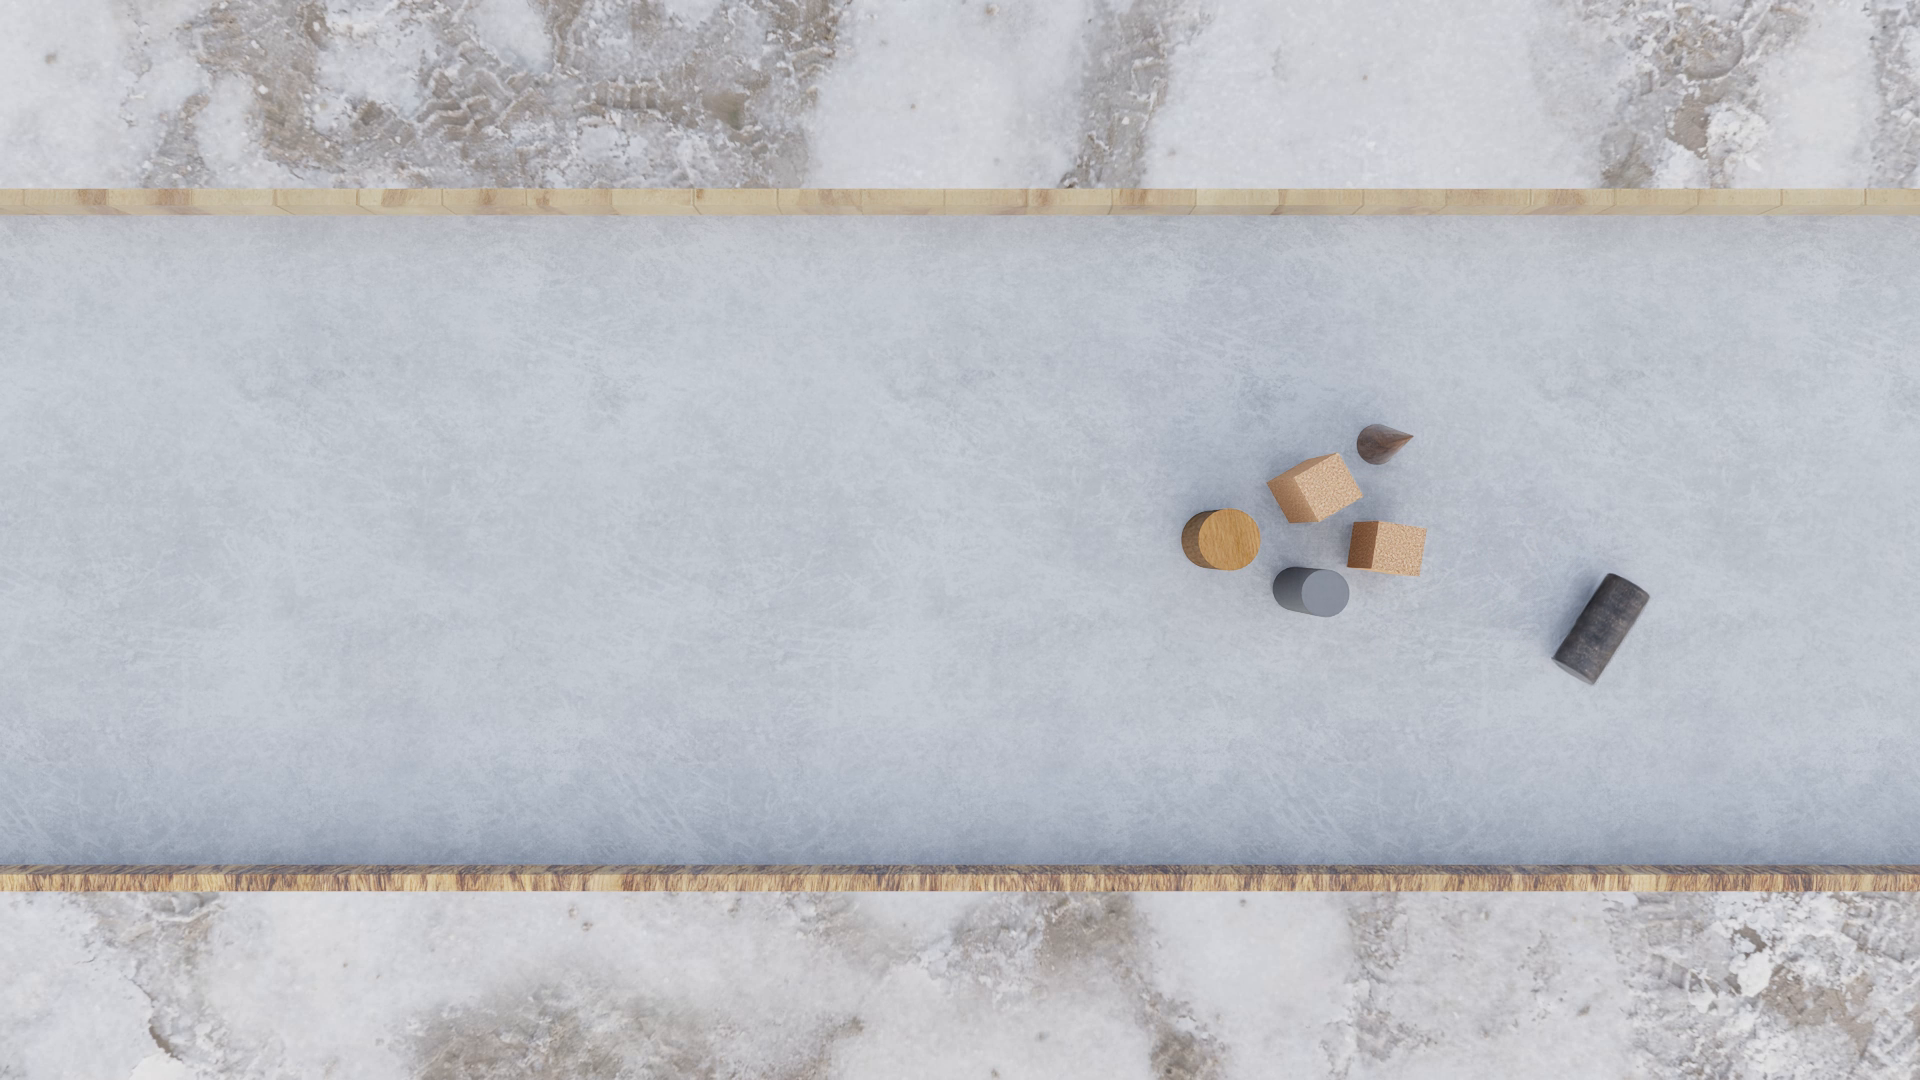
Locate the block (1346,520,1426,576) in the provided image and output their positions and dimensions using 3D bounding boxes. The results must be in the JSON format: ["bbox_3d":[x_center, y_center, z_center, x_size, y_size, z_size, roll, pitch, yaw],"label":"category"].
[{"bbox_3d":[1.271,0.025,4.924,0.140,0.305,0.140,9,90,0],"label":"block"}]

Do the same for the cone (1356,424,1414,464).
[{"bbox_3d":[1.284,-0.294,4.868,0.126,0.417,0.126,0,90,0],"label":"cone"}]

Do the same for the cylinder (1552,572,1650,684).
[{"bbox_3d":[1.945,0.270,5.006,0.141,0.141,0.314,33,90,0],"label":"cylinder"}]

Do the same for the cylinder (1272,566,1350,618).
[{"bbox_3d":[1.030,0.150,4.862,0.136,0.429,0.136,0,90,0],"label":"cylinder"}]

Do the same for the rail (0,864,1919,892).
[{"bbox_3d":[-2.247,1.025,5.001,12.000,0.150,0.050,0,90,0],"label":"rail"}]

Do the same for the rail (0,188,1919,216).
[{"bbox_3d":[-2.247,-1.025,5.002,12.000,0.150,0.050,0,90,0],"label":"rail"}]

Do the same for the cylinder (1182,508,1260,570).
[{"bbox_3d":[0.770,-0.001,4.893,0.178,0.367,0.178,0,90,0],"label":"cylinder"}]

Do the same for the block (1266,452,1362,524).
[{"bbox_3d":[1.041,-0.150,4.867,0.144,0.419,0.144,-30,90,0],"label":"block"}]
